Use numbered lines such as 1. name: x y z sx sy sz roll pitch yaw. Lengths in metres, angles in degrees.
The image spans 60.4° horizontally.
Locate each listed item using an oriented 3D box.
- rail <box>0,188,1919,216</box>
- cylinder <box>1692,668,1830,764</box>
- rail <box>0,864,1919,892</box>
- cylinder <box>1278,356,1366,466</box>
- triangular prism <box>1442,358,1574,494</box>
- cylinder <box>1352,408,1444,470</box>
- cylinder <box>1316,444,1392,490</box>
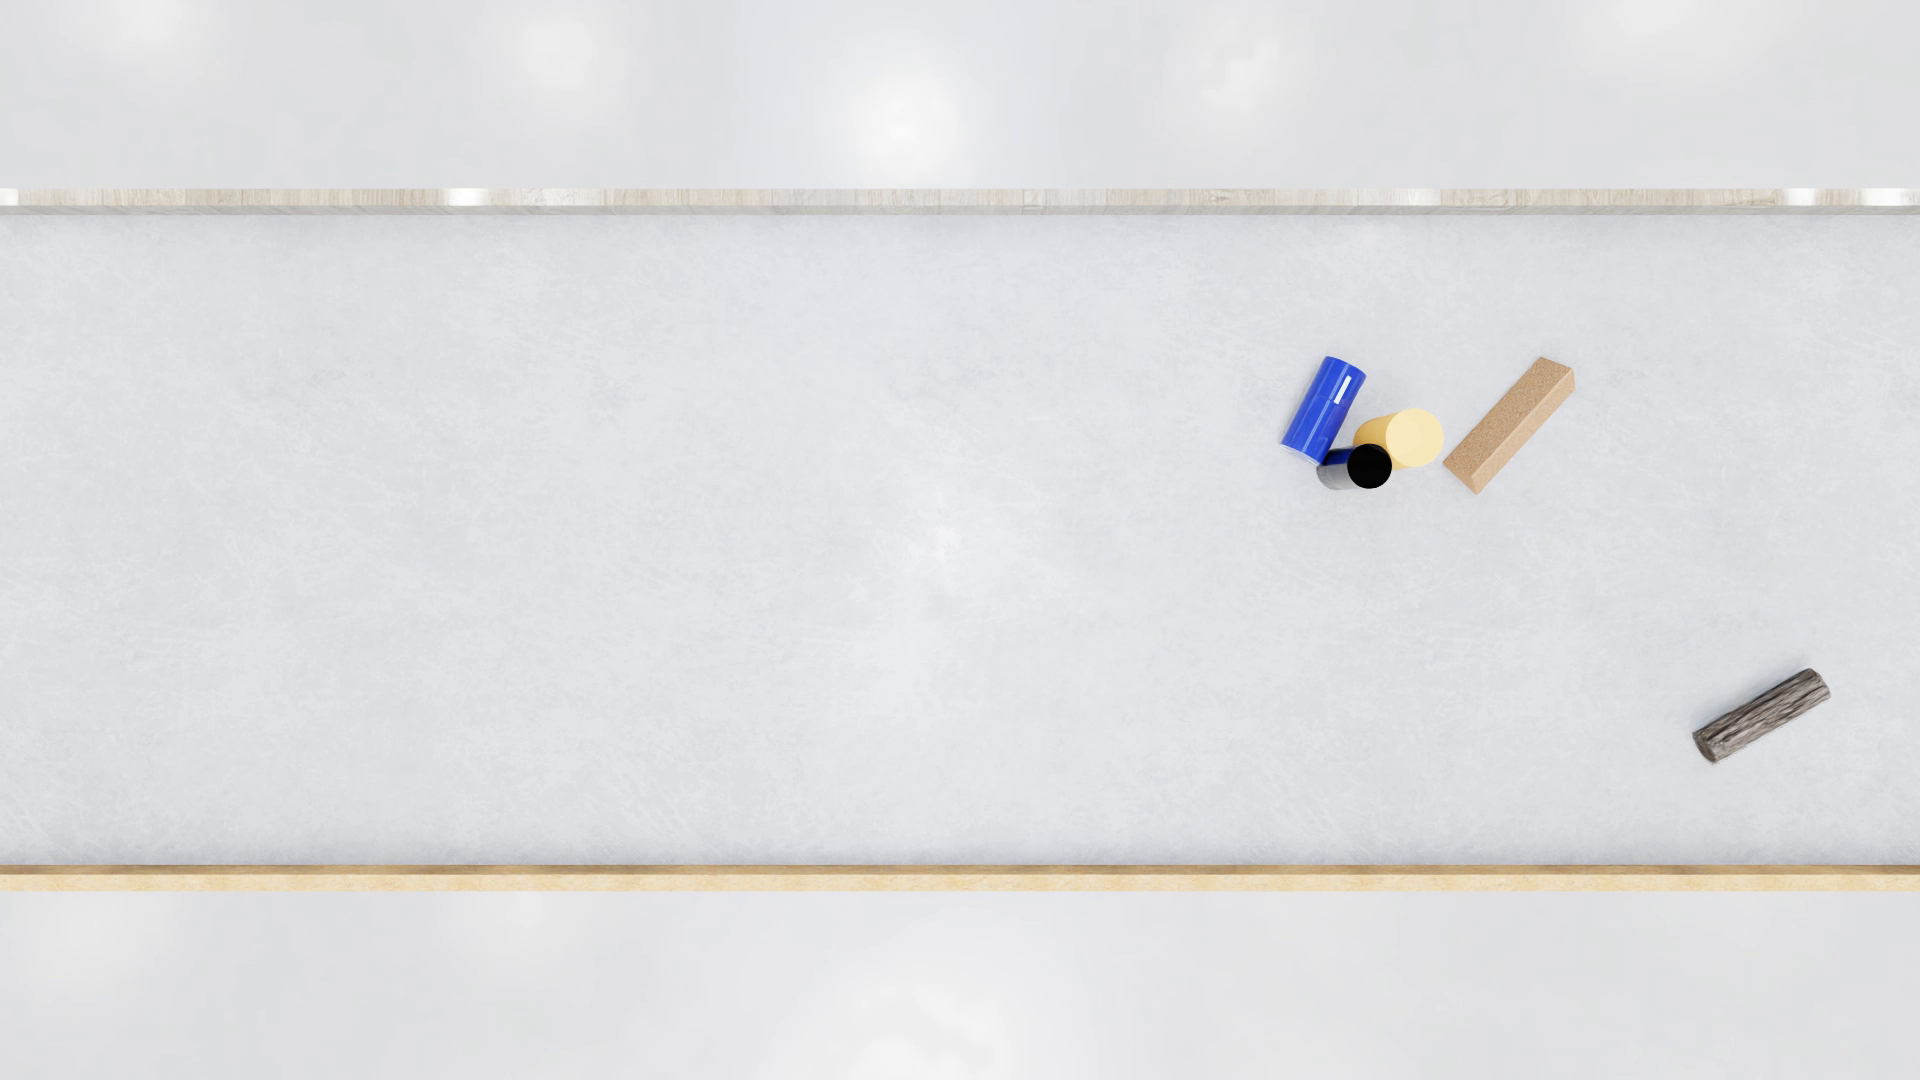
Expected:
1. rail: -2.247 -1.025 5.002 12.000 0.150 0.050 0 90 0
2. cylinder: 2.439 0.535 5.022 0.399 0.107 0.107 -30 90 0
3. rail: -2.247 1.025 5.001 12.000 0.150 0.050 0 90 0
4. cylinder: 1.101 -0.391 5.006 0.141 0.141 0.301 27 90 0
5. triangular prism: 1.687 -0.350 5.011 0.144 0.125 0.444 43 90 0
6. cylinder: 1.296 -0.292 4.897 0.167 0.355 0.167 0 90 -2
7. cylinder: 1.169 -0.215 4.904 0.131 0.339 0.131 0 91 -2
